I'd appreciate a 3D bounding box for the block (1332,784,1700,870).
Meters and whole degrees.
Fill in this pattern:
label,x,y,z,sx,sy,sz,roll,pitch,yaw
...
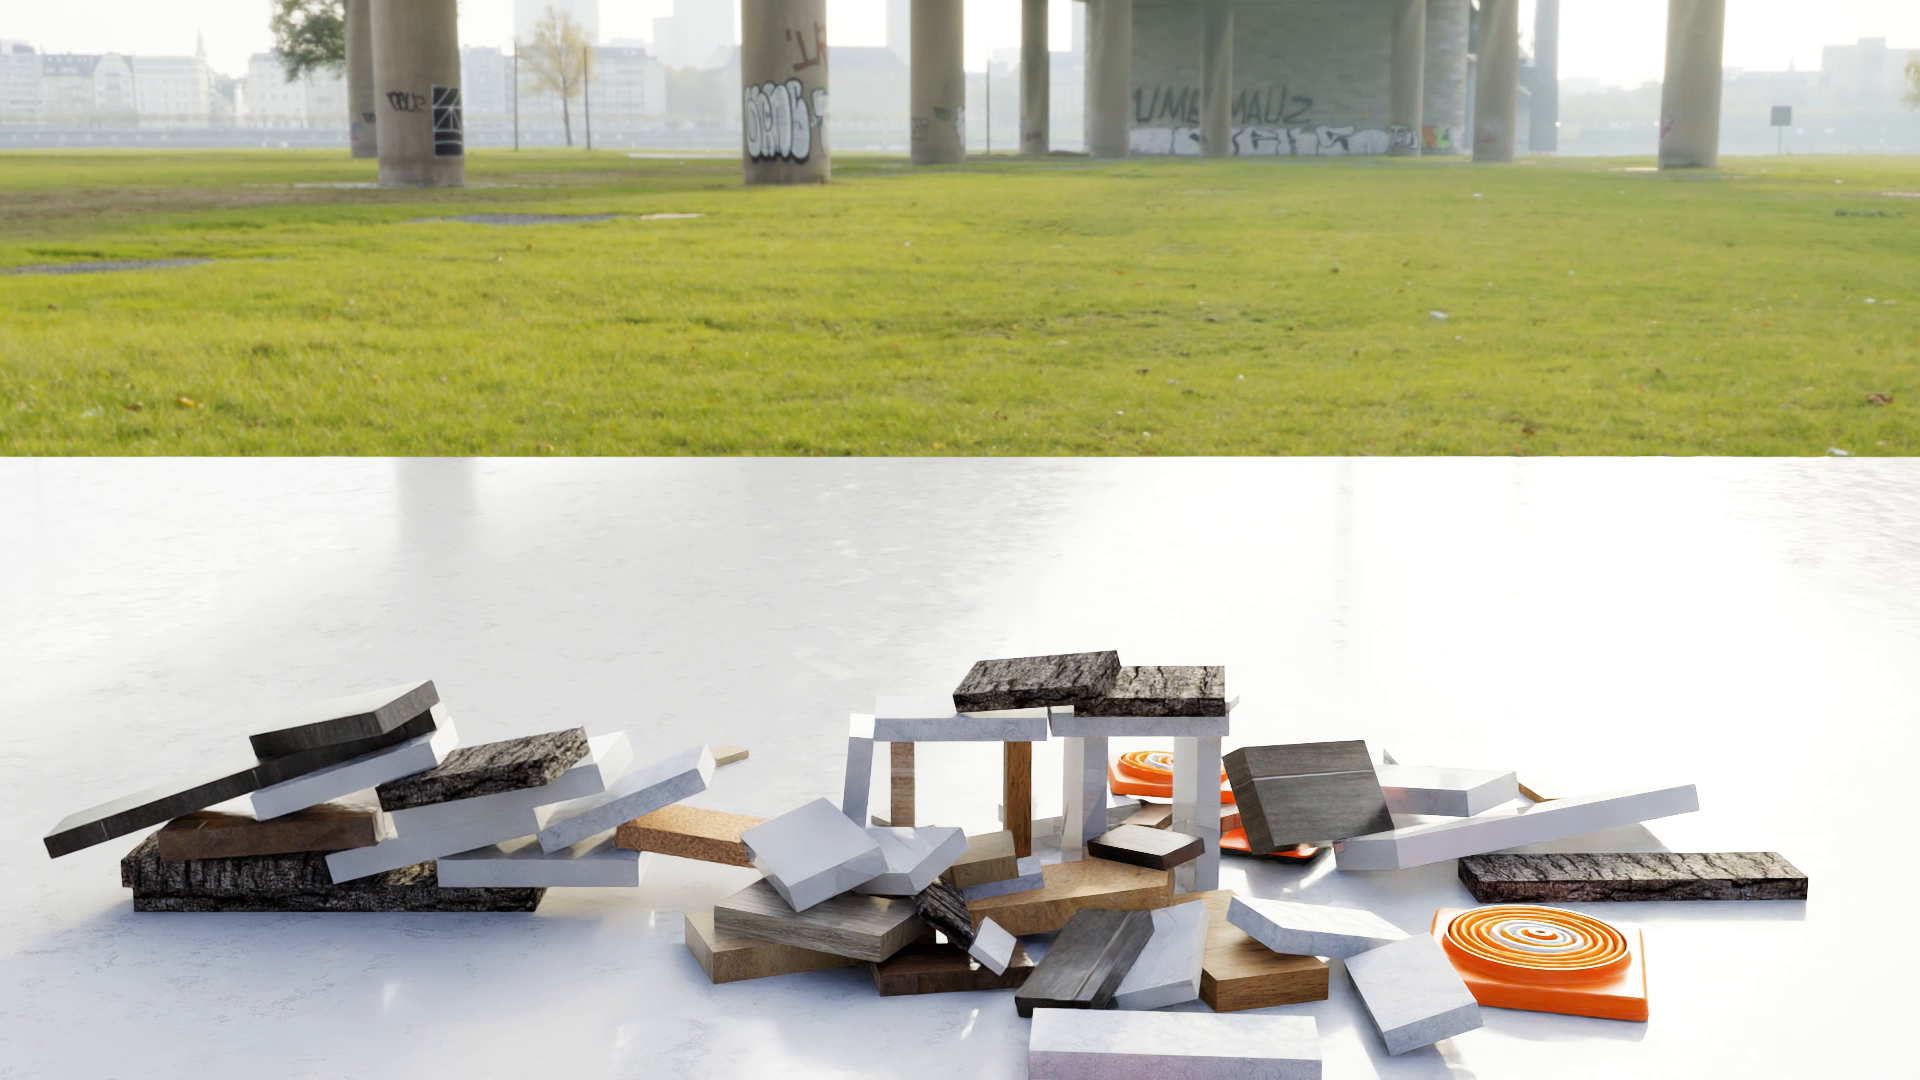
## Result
label,x,y,z,sx,sy,sz,roll,pitch,yaw
block,0.984,0.502,3.866,0.680,0.050,0.175,-6,-6,-27

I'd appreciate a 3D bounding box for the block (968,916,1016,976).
label,x,y,z,sx,sy,sz,roll,pitch,yaw
block,0.049,0.605,3.279,0.059,0.017,0.118,37,14,1

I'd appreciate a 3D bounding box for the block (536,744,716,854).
label,x,y,z,sx,sy,sz,roll,pitch,yaw
block,-0.551,0.427,3.639,0.287,0.041,0.144,-22,10,3

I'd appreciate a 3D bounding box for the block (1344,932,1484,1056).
label,x,y,z,sx,sy,sz,roll,pitch,yaw
block,0.645,0.646,3.148,0.135,0.038,0.270,-19,11,2

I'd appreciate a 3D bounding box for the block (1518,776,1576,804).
label,x,y,z,sx,sy,sz,roll,pitch,yaw
block,1.118,0.481,4.201,0.069,0.020,0.138,-2,11,-11

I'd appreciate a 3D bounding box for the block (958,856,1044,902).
label,x,y,z,sx,sy,sz,roll,pitch,yaw
block,0.041,0.545,3.513,0.181,0.026,0.090,-10,9,0

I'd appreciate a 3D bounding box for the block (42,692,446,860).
label,x,y,z,sx,sy,sz,roll,pitch,yaw
block,-1.175,0.386,3.636,0.648,0.038,0.134,-19,10,-4

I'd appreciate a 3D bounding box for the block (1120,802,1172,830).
label,x,y,z,sx,sy,sz,roll,pitch,yaw
block,0.344,0.498,3.924,0.069,0.020,0.138,-2,8,29

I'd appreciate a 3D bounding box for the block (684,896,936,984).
label,x,y,z,sx,sy,sz,roll,pitch,yaw
block,-0.233,0.611,3.417,0.354,0.050,0.177,-4,11,-20

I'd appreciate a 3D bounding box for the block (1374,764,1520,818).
label,x,y,z,sx,sy,sz,roll,pitch,yaw
block,0.831,0.461,4.068,0.351,0.050,0.176,-3,5,44

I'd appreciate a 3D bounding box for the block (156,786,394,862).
label,x,y,z,sx,sy,sz,roll,pitch,yaw
block,-1.114,0.465,3.623,0.351,0.050,0.176,-4,10,2

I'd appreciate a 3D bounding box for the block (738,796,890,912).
label,x,y,z,sx,sy,sz,roll,pitch,yaw
block,-0.234,0.490,3.454,0.154,0.044,0.308,-22,14,-15

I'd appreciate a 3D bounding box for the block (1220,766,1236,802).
label,x,y,z,sx,sy,sz,roll,pitch,yaw
block,0.558,0.474,4.216,0.102,0.029,0.204,-4,11,-22

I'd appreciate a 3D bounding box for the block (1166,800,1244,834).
label,x,y,z,sx,sy,sz,roll,pitch,yaw
block,0.414,0.511,3.951,0.204,0.029,0.102,-11,9,-29

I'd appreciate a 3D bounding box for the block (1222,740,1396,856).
label,x,y,z,sx,sy,sz,roll,pitch,yaw
block,0.609,0.444,3.823,0.351,0.175,0.050,2,-26,-44

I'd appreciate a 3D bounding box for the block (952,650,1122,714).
label,x,y,z,sx,sy,sz,roll,pitch,yaw
block,0.125,0.230,3.569,0.250,0.034,0.121,-6,22,25

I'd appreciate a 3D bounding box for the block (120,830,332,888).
label,x,y,z,sx,sy,sz,roll,pitch,yaw
block,-1.193,0.526,3.636,0.326,0.046,0.163,0,11,0

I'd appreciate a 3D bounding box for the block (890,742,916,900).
label,x,y,z,sx,sy,sz,roll,pitch,yaw
block,-0.093,0.452,3.648,0.040,0.280,0.140,0,11,0

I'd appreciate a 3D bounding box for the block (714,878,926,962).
label,x,y,z,sx,sy,sz,roll,pitch,yaw
block,-0.213,0.577,3.353,0.290,0.041,0.145,5,12,26

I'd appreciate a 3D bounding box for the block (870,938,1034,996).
label,x,y,z,sx,sy,sz,roll,pitch,yaw
block,-0.013,0.641,3.303,0.230,0.033,0.115,-2,11,-10

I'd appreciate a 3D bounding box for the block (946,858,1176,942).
label,x,y,z,sx,sy,sz,roll,pitch,yaw
block,0.160,0.565,3.493,0.354,0.050,0.177,-9,9,9

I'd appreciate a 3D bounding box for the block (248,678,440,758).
label,x,y,z,sx,sy,sz,roll,pitch,yaw
block,-1.014,0.295,3.620,0.290,0.041,0.145,-12,12,30

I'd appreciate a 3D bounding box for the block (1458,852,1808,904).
label,x,y,z,sx,sy,sz,roll,pitch,yaw
block,1.127,0.566,3.695,0.548,0.038,0.135,0,11,-2

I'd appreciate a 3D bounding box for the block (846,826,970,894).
label,x,y,z,sx,sy,sz,roll,pitch,yaw
block,-0.127,0.501,3.444,0.268,0.038,0.134,-8,21,44

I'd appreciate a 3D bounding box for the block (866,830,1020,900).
label,x,y,z,sx,sy,sz,roll,pitch,yaw
block,-0.043,0.524,3.522,0.268,0.038,0.134,-10,10,1

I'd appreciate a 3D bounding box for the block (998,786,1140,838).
label,x,y,z,sx,sy,sz,roll,pitch,yaw
block,0.197,0.489,3.963,0.230,0.033,0.115,-5,12,-27

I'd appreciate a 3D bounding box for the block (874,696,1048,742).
label,x,y,z,sx,sy,sz,roll,pitch,yaw
block,0.001,0.294,3.621,0.280,0.040,0.140,0,11,-1

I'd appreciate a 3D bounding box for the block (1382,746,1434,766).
label,x,y,z,sx,sy,sz,roll,pitch,yaw
block,0.899,0.442,4.411,0.069,0.020,0.138,-1,11,-3

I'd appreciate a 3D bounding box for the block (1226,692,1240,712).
label,x,y,z,sx,sy,sz,roll,pitch,yaw
block,0.394,0.260,3.598,0.116,0.016,0.058,4,11,22

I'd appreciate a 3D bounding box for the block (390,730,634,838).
label,x,y,z,sx,sy,sz,roll,pitch,yaw
block,-0.732,0.399,3.609,0.359,0.050,0.175,-13,10,9

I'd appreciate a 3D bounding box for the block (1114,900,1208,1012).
label,x,y,z,sx,sy,sz,roll,pitch,yaw
block,0.300,0.614,3.250,0.115,0.033,0.230,-16,16,16

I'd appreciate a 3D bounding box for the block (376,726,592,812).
label,x,y,z,sx,sy,sz,roll,pitch,yaw
block,-0.769,0.371,3.550,0.308,0.044,0.154,-11,11,19

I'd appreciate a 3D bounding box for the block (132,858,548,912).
label,x,y,z,sx,sy,sz,roll,pitch,yaw
block,-1.019,0.568,3.659,0.654,0.046,0.163,0,11,0

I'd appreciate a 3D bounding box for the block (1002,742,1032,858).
label,x,y,z,sx,sy,sz,roll,pitch,yaw
block,0.095,0.451,3.652,0.040,0.280,0.140,0,11,-2

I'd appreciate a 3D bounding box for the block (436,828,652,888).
label,x,y,z,sx,sy,sz,roll,pitch,yaw
block,-0.683,0.525,3.640,0.326,0.046,0.163,0,11,0

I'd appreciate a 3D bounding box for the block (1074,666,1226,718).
label,x,y,z,sx,sy,sz,roll,pitch,yaw
block,0.308,0.245,3.563,0.241,0.034,0.121,-1,22,7

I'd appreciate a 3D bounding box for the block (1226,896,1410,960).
label,x,y,z,sx,sy,sz,roll,pitch,yaw
block,0.554,0.594,3.341,0.270,0.038,0.135,11,7,-29

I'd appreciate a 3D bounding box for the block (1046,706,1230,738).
label,x,y,z,sx,sy,sz,roll,pitch,yaw
block,0.291,0.285,3.620,0.288,0.041,0.144,0,11,-1

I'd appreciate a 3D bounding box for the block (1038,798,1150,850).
label,x,y,z,sx,sy,sz,roll,pitch,yaw
block,0.262,0.515,3.991,0.250,0.029,0.102,-7,13,-33

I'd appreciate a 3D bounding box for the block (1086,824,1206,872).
label,x,y,z,sx,sy,sz,roll,pitch,yaw
block,0.298,0.494,3.538,0.090,0.026,0.181,-17,11,-36

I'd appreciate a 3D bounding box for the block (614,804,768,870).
label,x,y,z,sx,sy,sz,roll,pitch,yaw
block,-0.421,0.492,3.668,0.287,0.041,0.144,9,10,-2

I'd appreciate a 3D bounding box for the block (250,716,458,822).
label,x,y,z,sx,sy,sz,roll,pitch,yaw
block,-0.992,0.375,3.613,0.308,0.044,0.154,-17,10,2

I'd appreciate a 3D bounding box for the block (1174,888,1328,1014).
label,x,y,z,sx,sy,sz,roll,pitch,yaw
block,0.403,0.622,3.357,0.177,0.050,0.354,-3,11,-17

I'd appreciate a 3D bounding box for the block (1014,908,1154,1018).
label,x,y,z,sx,sy,sz,roll,pitch,yaw
block,0.185,0.619,3.221,0.121,0.034,0.241,-3,22,28

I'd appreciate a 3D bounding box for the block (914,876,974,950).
label,x,y,z,sx,sy,sz,roll,pitch,yaw
block,-0.029,0.556,3.365,0.090,0.026,0.181,39,6,-13

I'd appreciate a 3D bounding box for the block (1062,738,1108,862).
label,x,y,z,sx,sy,sz,roll,pitch,yaw
block,0.207,0.443,3.671,0.041,0.288,0.144,-1,11,-11

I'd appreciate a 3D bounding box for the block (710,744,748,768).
label,x,y,z,sx,sy,sz,roll,pitch,yaw
block,-0.494,0.440,4.432,0.059,0.017,0.133,8,13,38

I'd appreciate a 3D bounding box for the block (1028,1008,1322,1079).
label,x,y,z,sx,sy,sz,roll,pitch,yaw
block,0.292,0.693,3.003,0.389,0.041,0.145,1,11,4

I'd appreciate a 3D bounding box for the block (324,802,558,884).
label,x,y,z,sx,sy,sz,roll,pitch,yaw
block,-0.854,0.476,3.648,0.351,0.050,0.175,-14,10,3

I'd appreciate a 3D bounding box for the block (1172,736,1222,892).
label,x,y,z,sx,sy,sz,roll,pitch,yaw
block,0.396,0.440,3.689,0.041,0.288,0.144,-2,11,-10

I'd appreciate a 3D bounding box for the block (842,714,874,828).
label,x,y,z,sx,sy,sz,roll,pitch,yaw
block,-0.175,0.446,3.650,0.041,0.287,0.144,5,10,-3

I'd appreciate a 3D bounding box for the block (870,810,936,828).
label,x,y,z,sx,sy,sz,roll,pitch,yaw
block,-0.104,0.517,4.014,0.059,0.017,0.118,-8,13,-38
